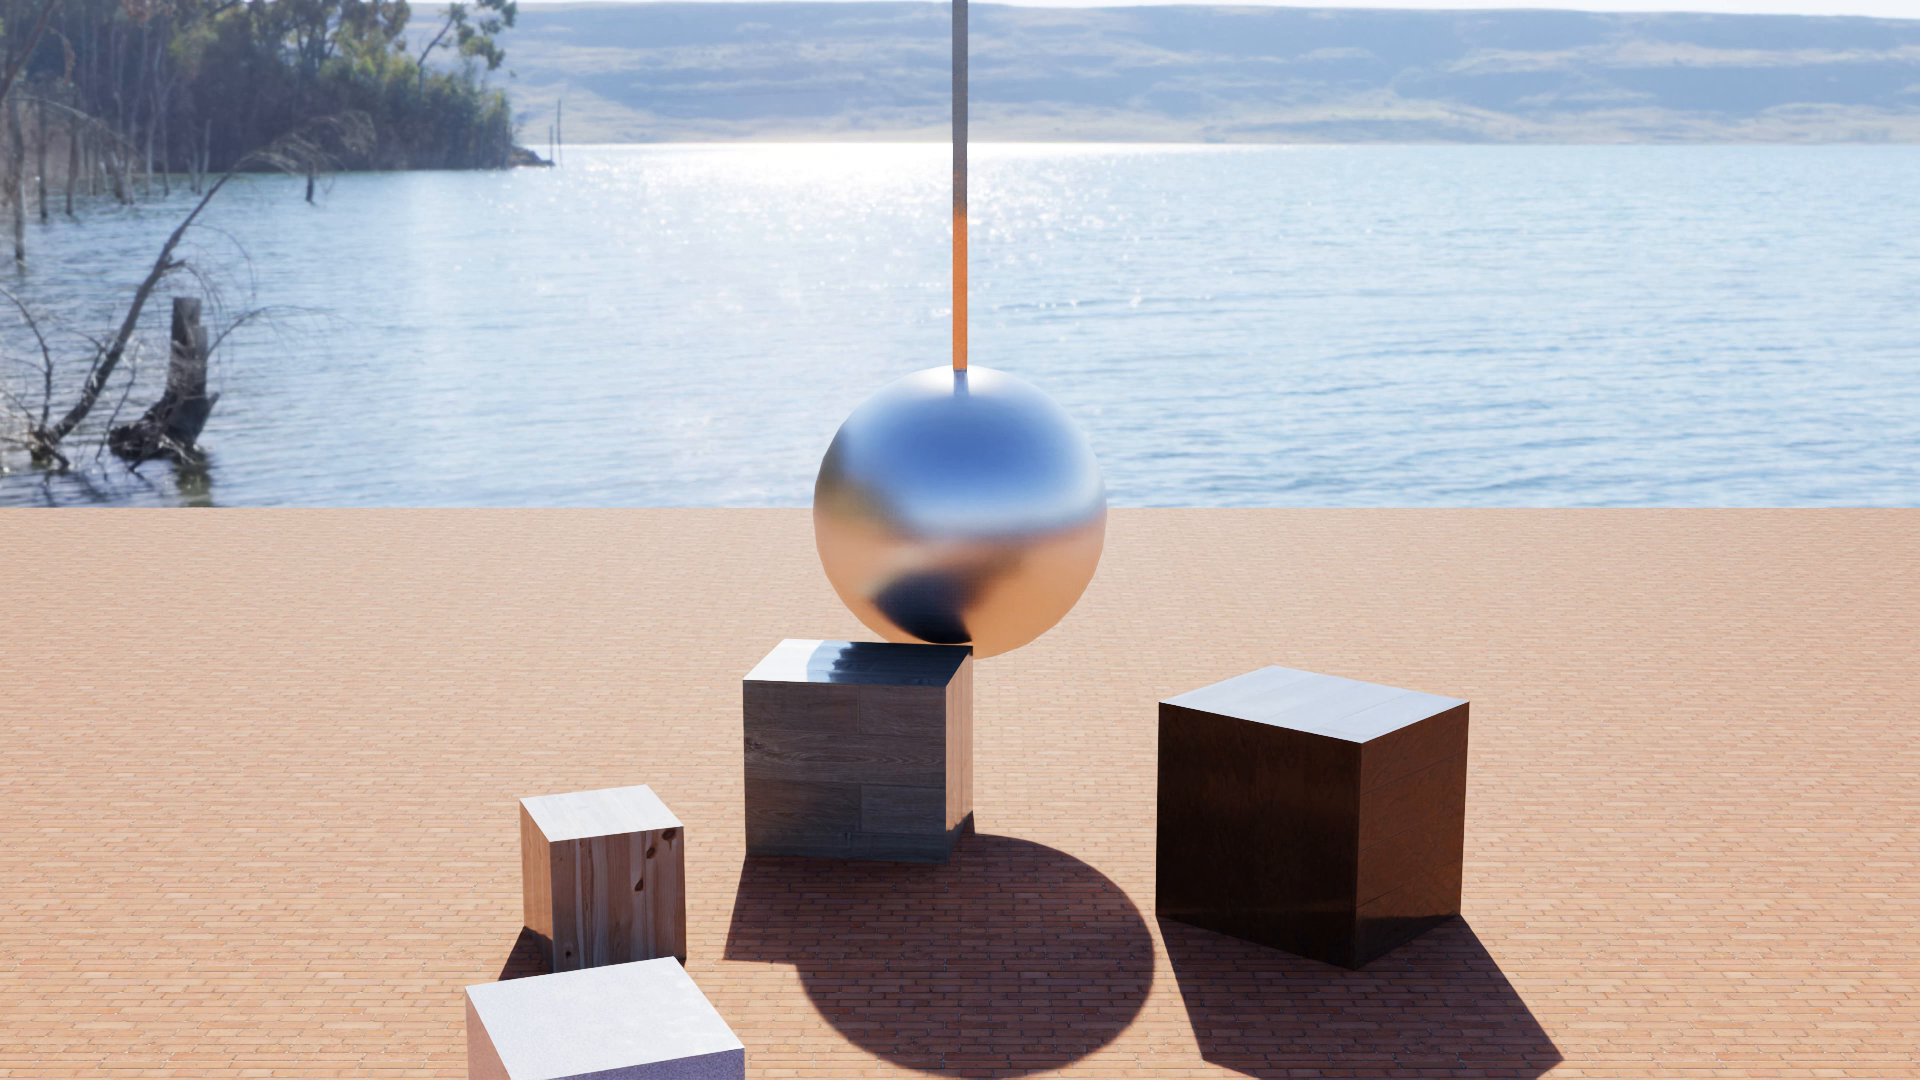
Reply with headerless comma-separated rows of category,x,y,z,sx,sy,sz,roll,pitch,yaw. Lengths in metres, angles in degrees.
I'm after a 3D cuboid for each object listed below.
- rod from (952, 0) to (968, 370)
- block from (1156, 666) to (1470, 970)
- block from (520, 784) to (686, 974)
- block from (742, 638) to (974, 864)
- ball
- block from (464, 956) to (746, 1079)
rod,0.000,-3.388,10.900,0.080,5.200,0.080,0,18,0
block,1.598,1.224,10.012,1.052,1.009,0.933,9,14,40
block,-1.582,1.488,9.716,0.580,0.596,0.662,-4,11,-22
block,-0.500,1.059,11.238,1.012,0.896,0.897,2,10,9
ball,0.000,-0.147,11.927,1.600,1.600,1.600,0,10,0
block,-1.143,1.887,7.045,0.706,0.767,0.824,-4,11,-22
